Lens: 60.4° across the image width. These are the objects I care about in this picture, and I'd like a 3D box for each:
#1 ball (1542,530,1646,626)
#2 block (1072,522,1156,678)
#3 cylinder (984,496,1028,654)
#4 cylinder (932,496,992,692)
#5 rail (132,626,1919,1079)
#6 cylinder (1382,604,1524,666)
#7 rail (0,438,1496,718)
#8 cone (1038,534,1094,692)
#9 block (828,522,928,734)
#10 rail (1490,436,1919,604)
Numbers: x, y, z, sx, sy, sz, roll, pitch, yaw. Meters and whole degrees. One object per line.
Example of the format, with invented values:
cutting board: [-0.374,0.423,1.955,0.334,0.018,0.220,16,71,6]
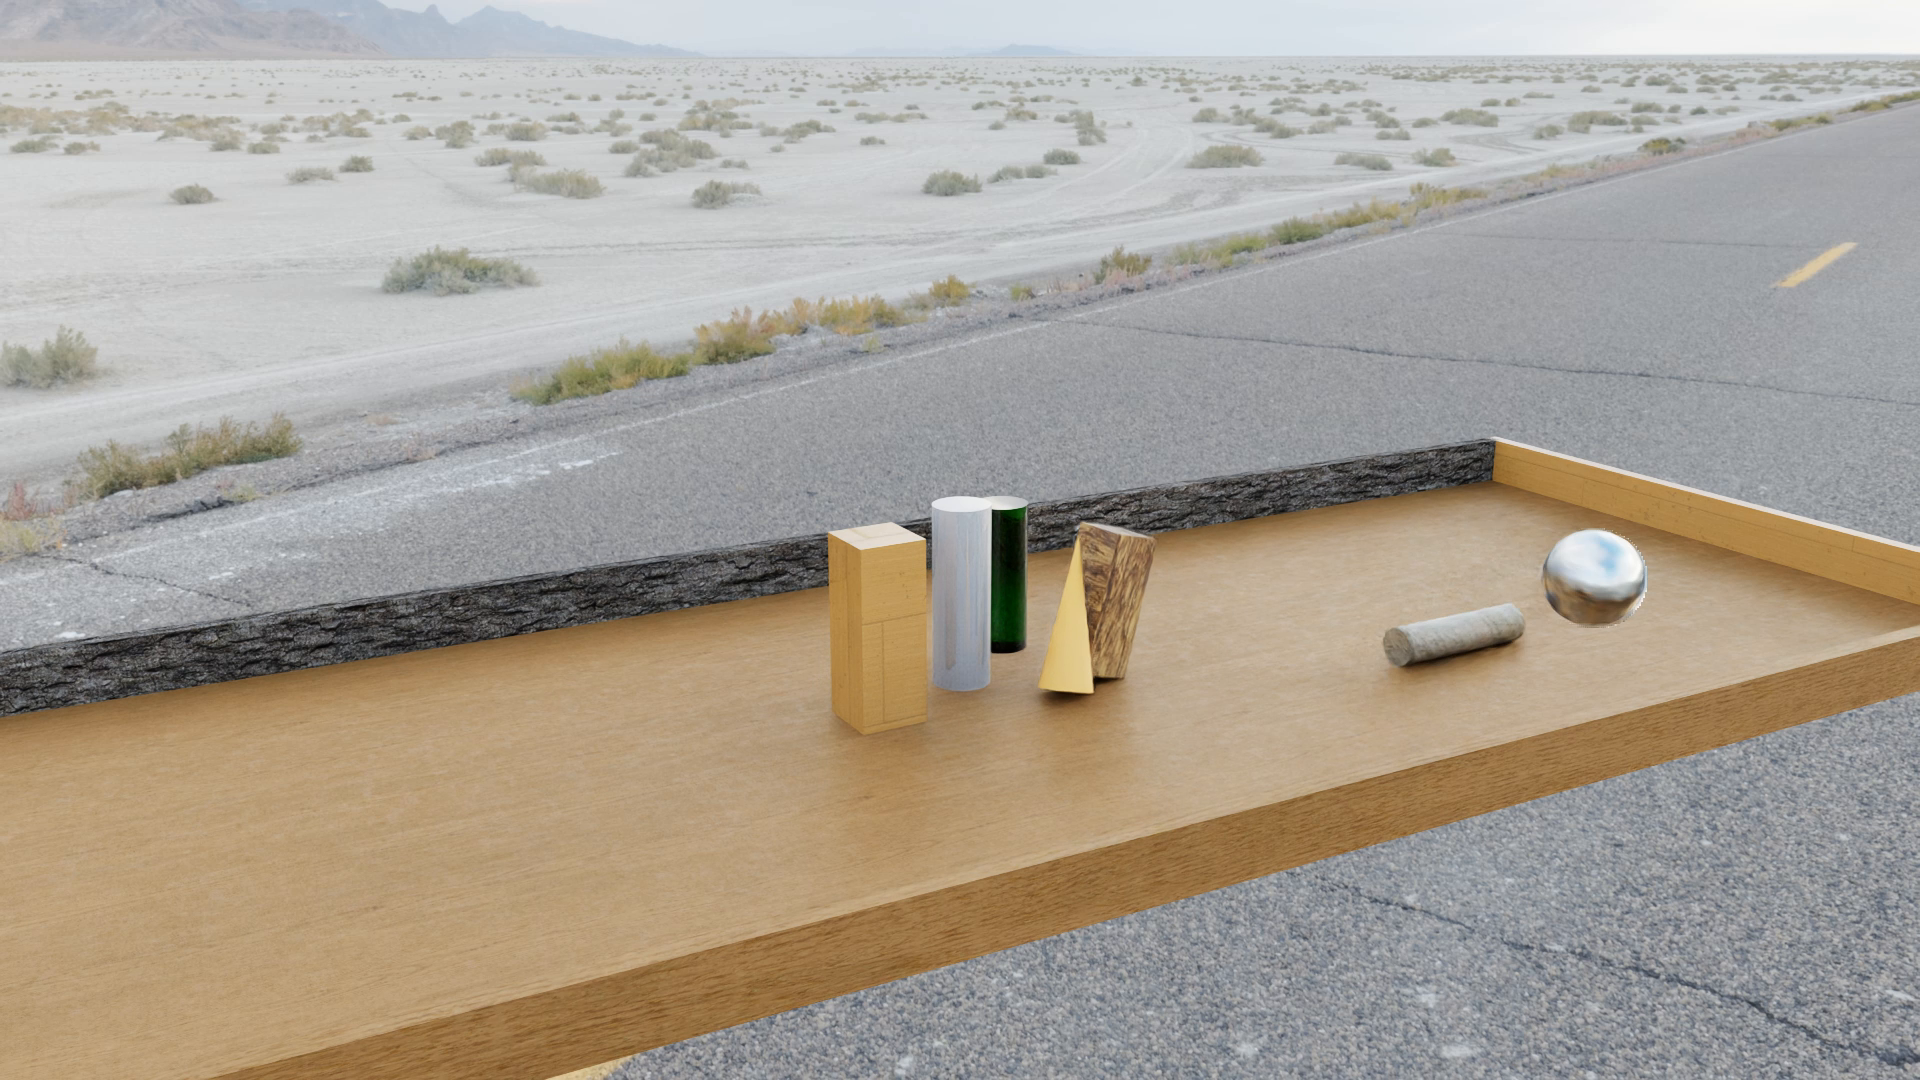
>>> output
ball: [1.507,0.090,3.927,0.231,0.231,0.231,0,16,0]
block: [0.359,0.152,4.153,0.139,0.361,0.139,7,8,-40]
cylinder: [0.110,0.091,4.347,0.137,0.393,0.137,0,16,0]
cylinder: [0.004,0.133,4.087,0.147,0.460,0.147,0,16,0]
rail: [-2.336,1.006,1.665,12.000,0.150,0.050,-9,18,-27]
cylinder: [1.299,0.248,4.331,0.404,0.101,0.101,-9,19,-28]
rail: [-3.305,0.497,3.399,12.000,0.150,0.050,-9,18,-27]
cone: [0.275,0.176,4.036,0.139,0.382,0.139,5,-1,0]
block: [-0.192,0.205,3.864,0.168,0.448,0.168,-9,19,-29]
rail: [2.466,-0.048,5.253,0.050,0.150,2.100,-9,18,-27]
